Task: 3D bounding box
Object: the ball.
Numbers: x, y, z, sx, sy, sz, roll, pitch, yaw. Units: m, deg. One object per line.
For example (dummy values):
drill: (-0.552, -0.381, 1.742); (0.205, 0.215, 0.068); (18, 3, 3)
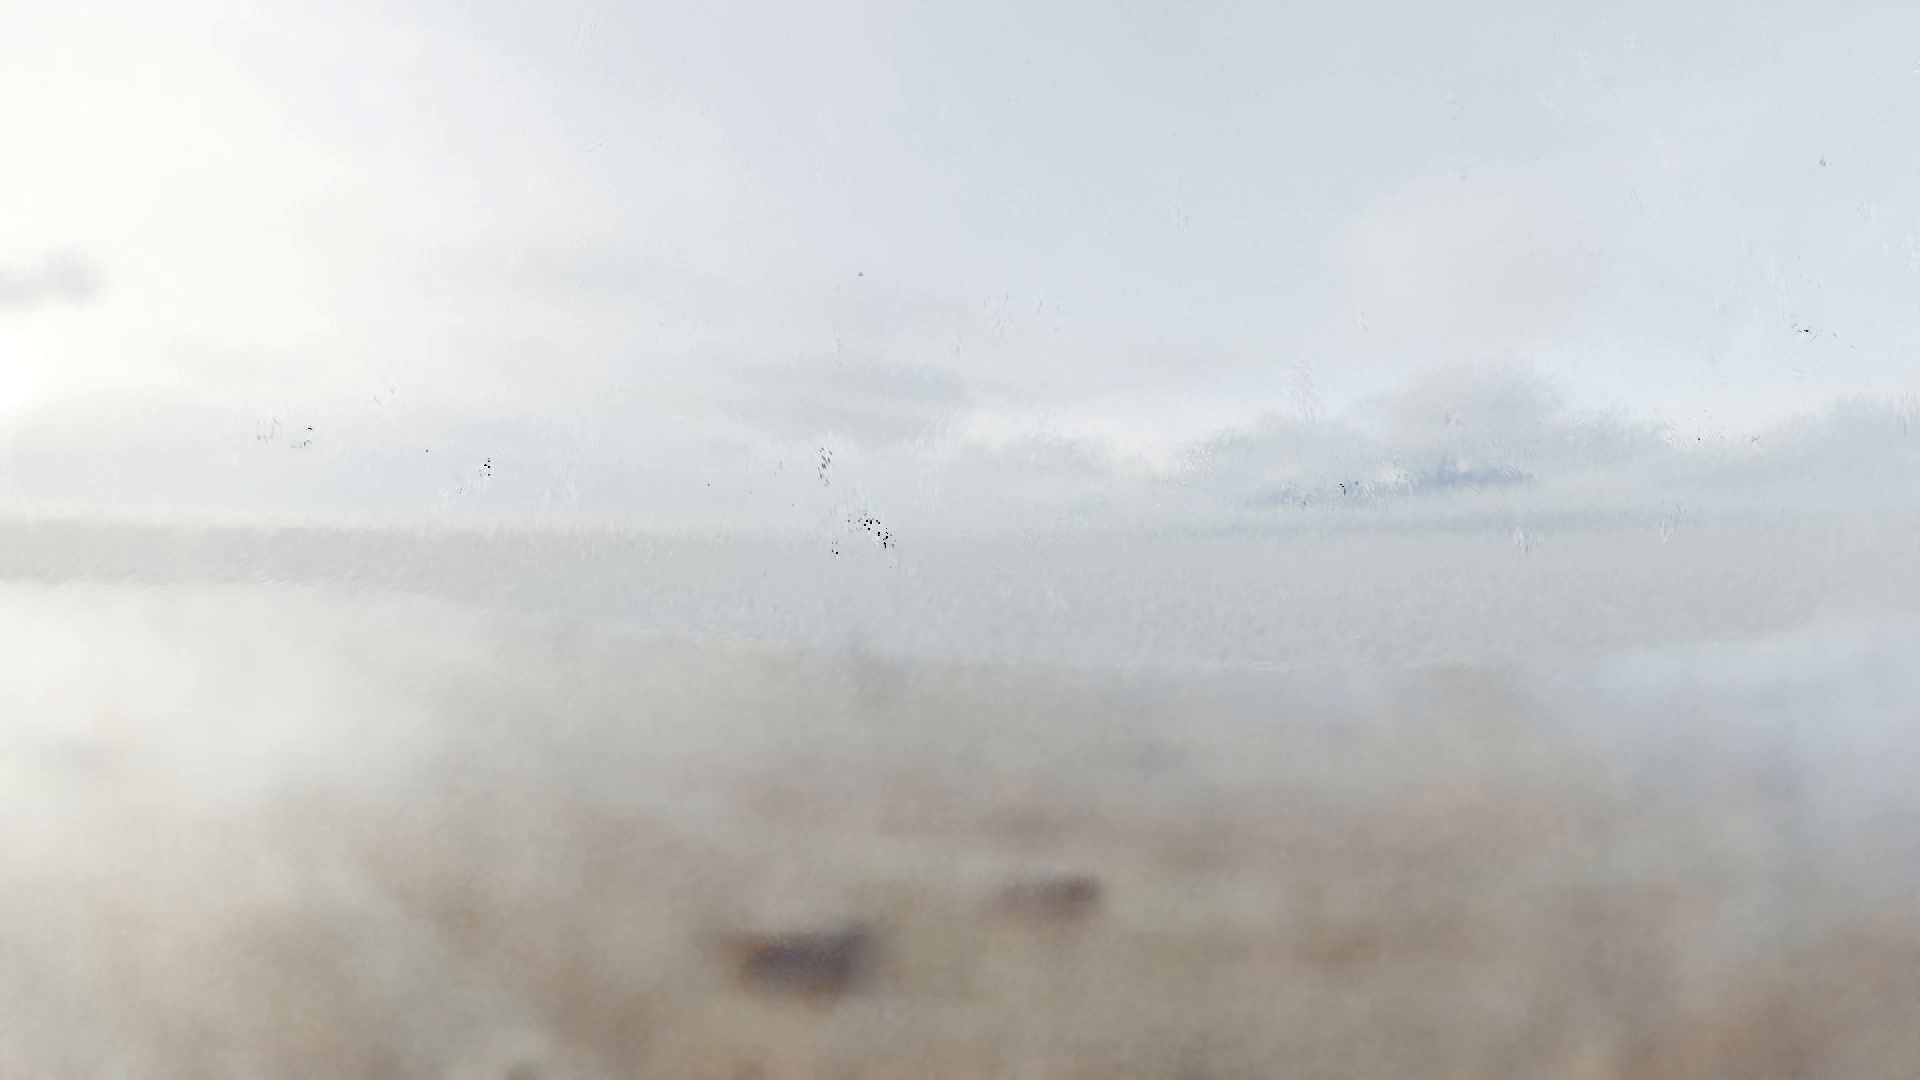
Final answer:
ball: (0.000, -0.002, 0.056); (0.080, 0.080, 0.080); (0, 4, 0)
